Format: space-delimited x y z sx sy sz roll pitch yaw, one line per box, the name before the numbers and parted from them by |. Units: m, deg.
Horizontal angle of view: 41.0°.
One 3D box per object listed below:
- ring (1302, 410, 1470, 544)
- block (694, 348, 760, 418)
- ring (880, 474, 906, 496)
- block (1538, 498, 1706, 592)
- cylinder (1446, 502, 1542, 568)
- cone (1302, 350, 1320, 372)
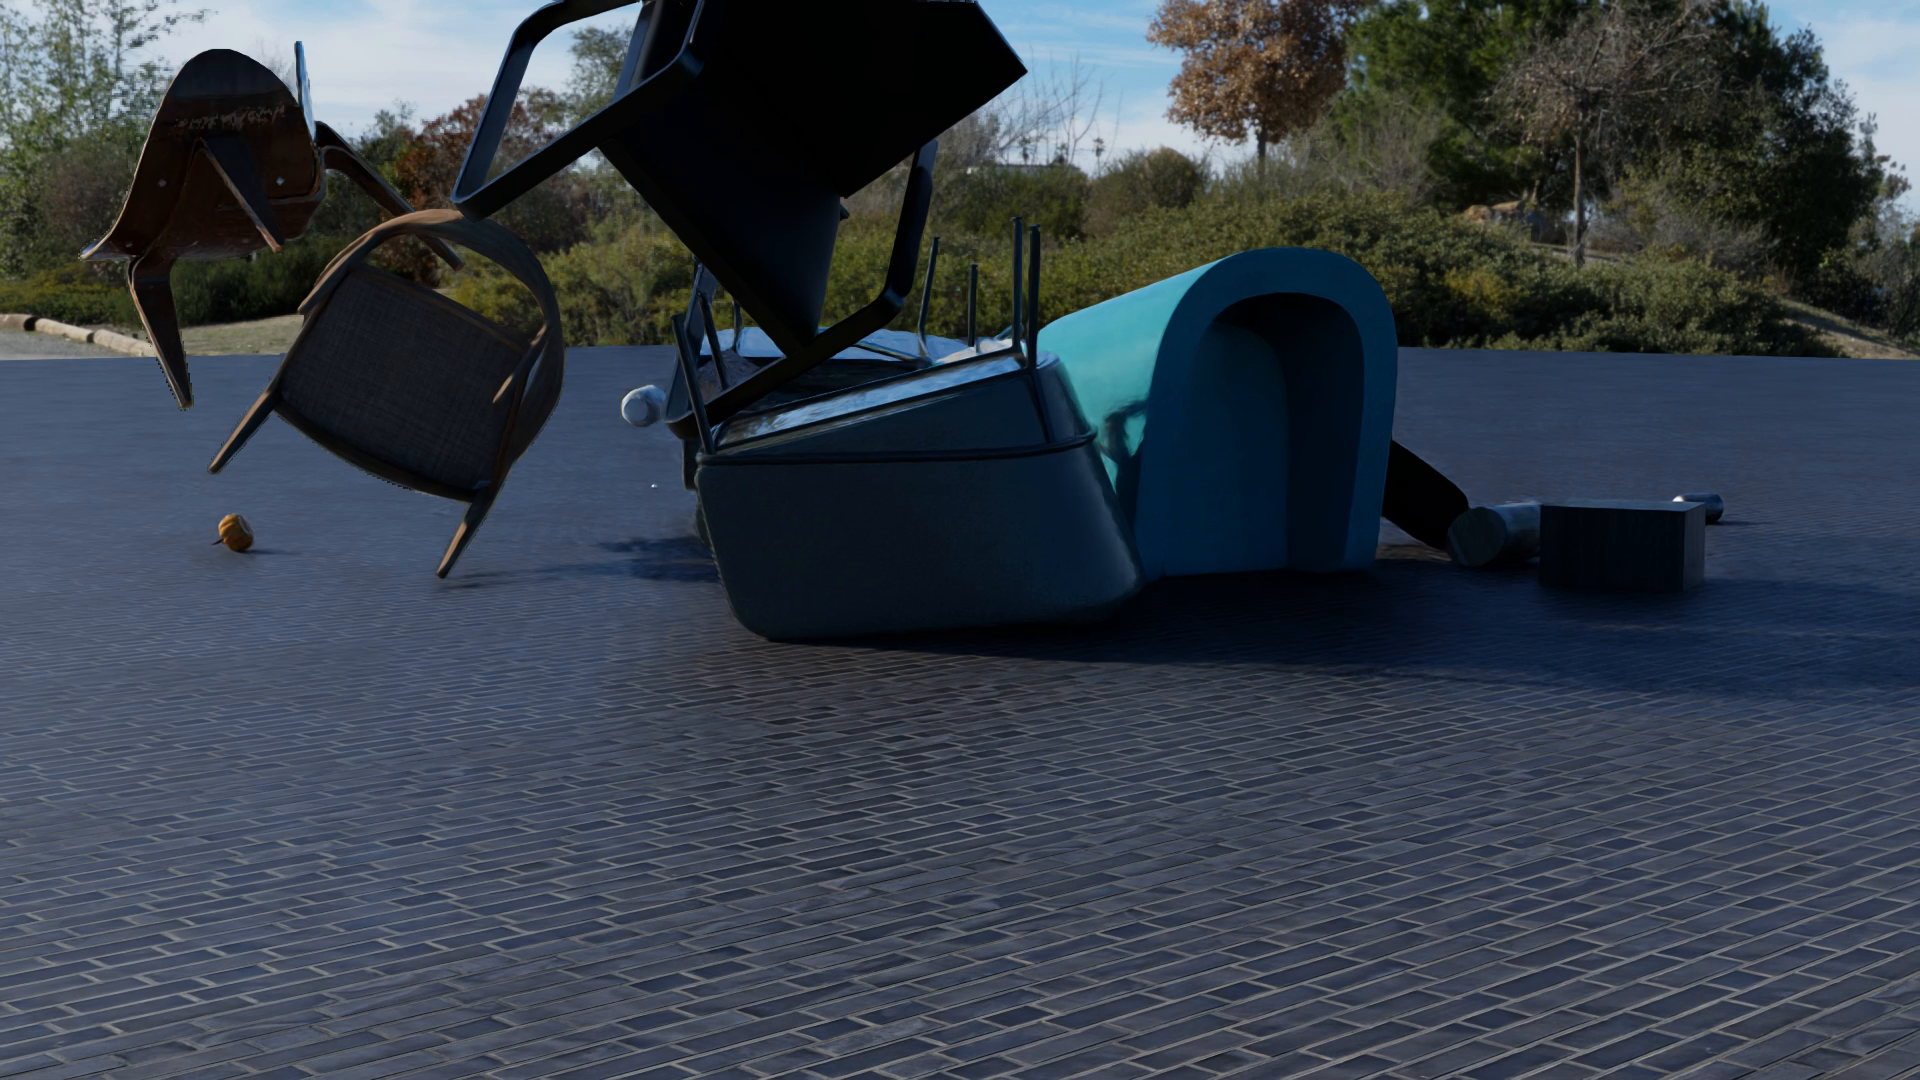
ring | 1.040 -0.155 6.284 0.463 0.159 0.459 35 5 -2
block | -0.520 -0.349 5.728 0.096 0.079 0.112 33 54 25
ring | -0.202 -0.163 7.645 0.067 0.032 0.111 11 -33 -27
block | 1.426 0.007 5.519 0.301 0.169 0.238 3 7 26
cylinder | 1.236 -0.013 5.863 0.211 0.129 0.168 -6 -21 -46
cone | 1.097 -0.568 7.955 0.074 0.060 0.042 38 2 -35
